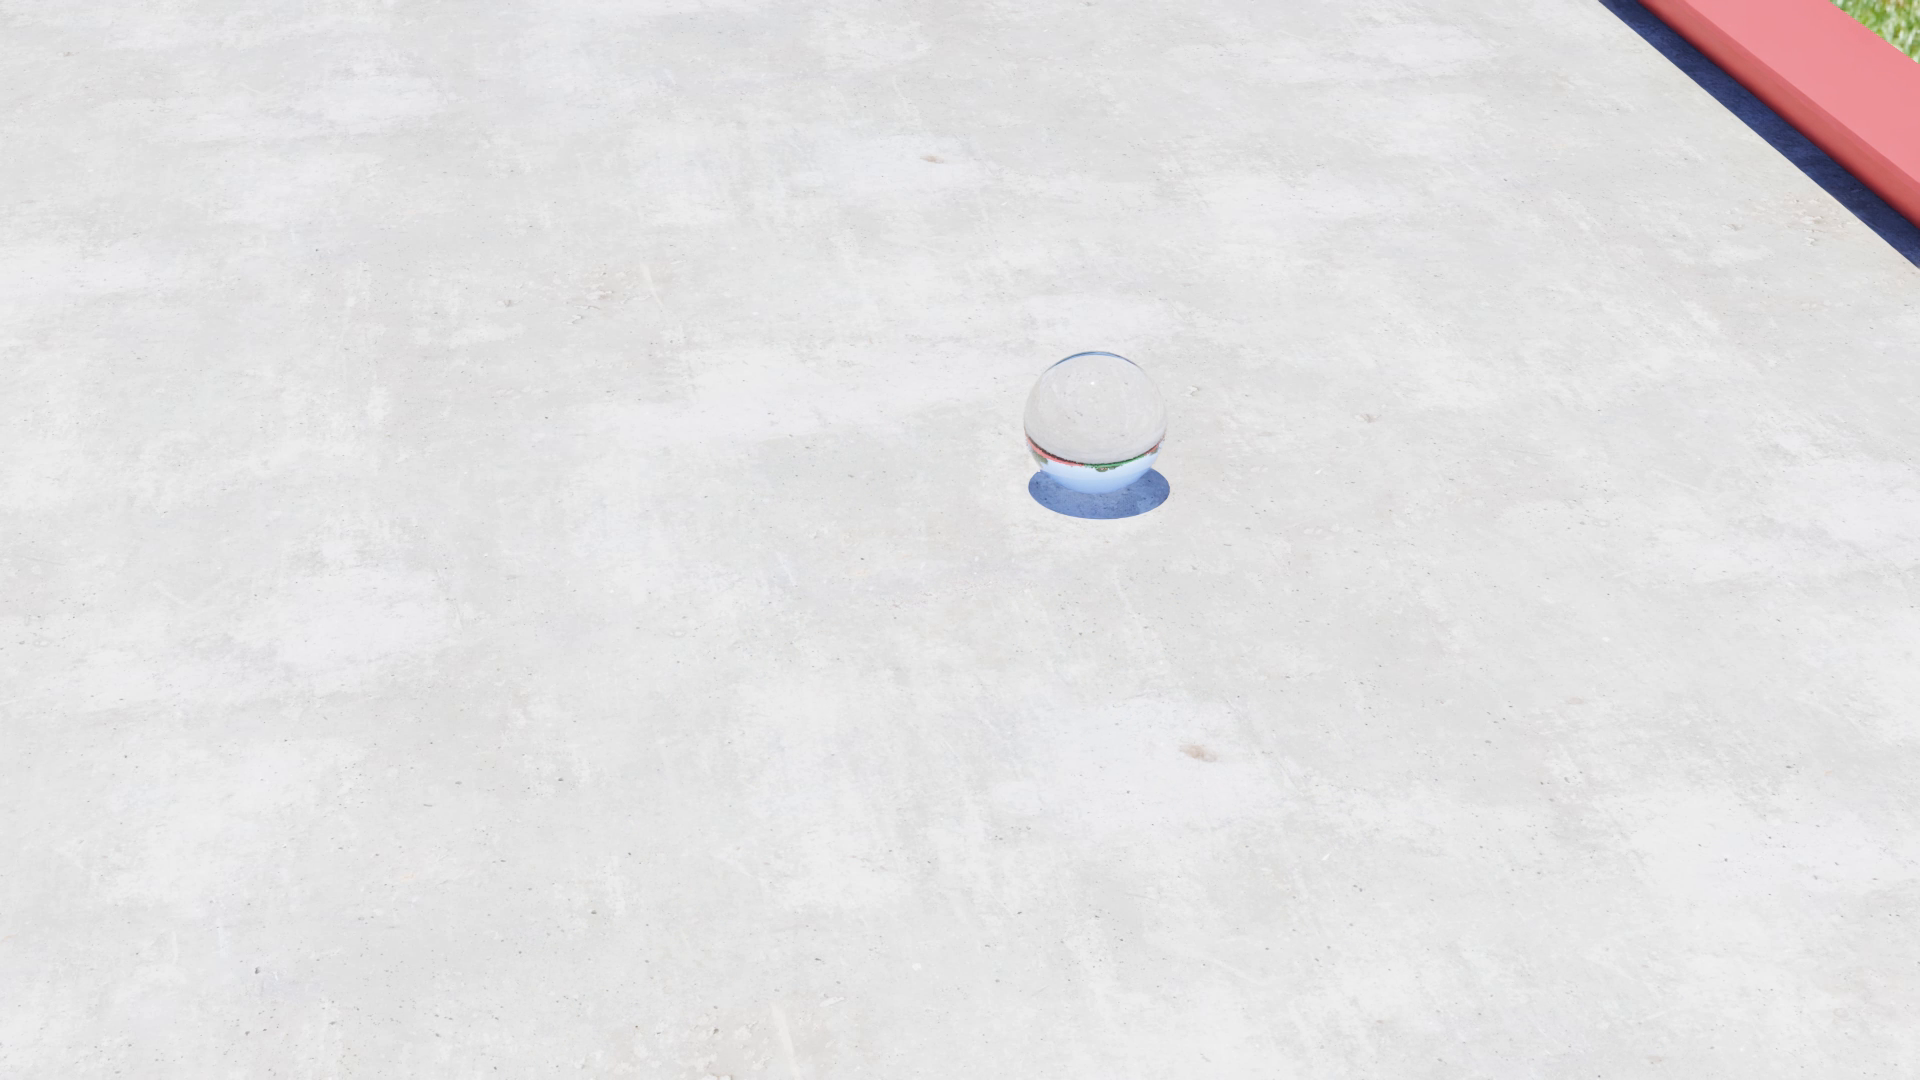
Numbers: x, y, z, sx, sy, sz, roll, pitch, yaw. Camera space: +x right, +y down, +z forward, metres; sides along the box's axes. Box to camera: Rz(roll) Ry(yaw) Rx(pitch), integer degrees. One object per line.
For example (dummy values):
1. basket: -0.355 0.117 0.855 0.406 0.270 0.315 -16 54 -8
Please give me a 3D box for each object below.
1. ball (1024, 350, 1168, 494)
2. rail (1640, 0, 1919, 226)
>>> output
1. ball: 0.091 -0.079 1.972 0.097 0.097 0.097 0 27 0
2. rail: 0.716 -0.455 2.665 0.045 0.125 3.281 -4 28 -8
